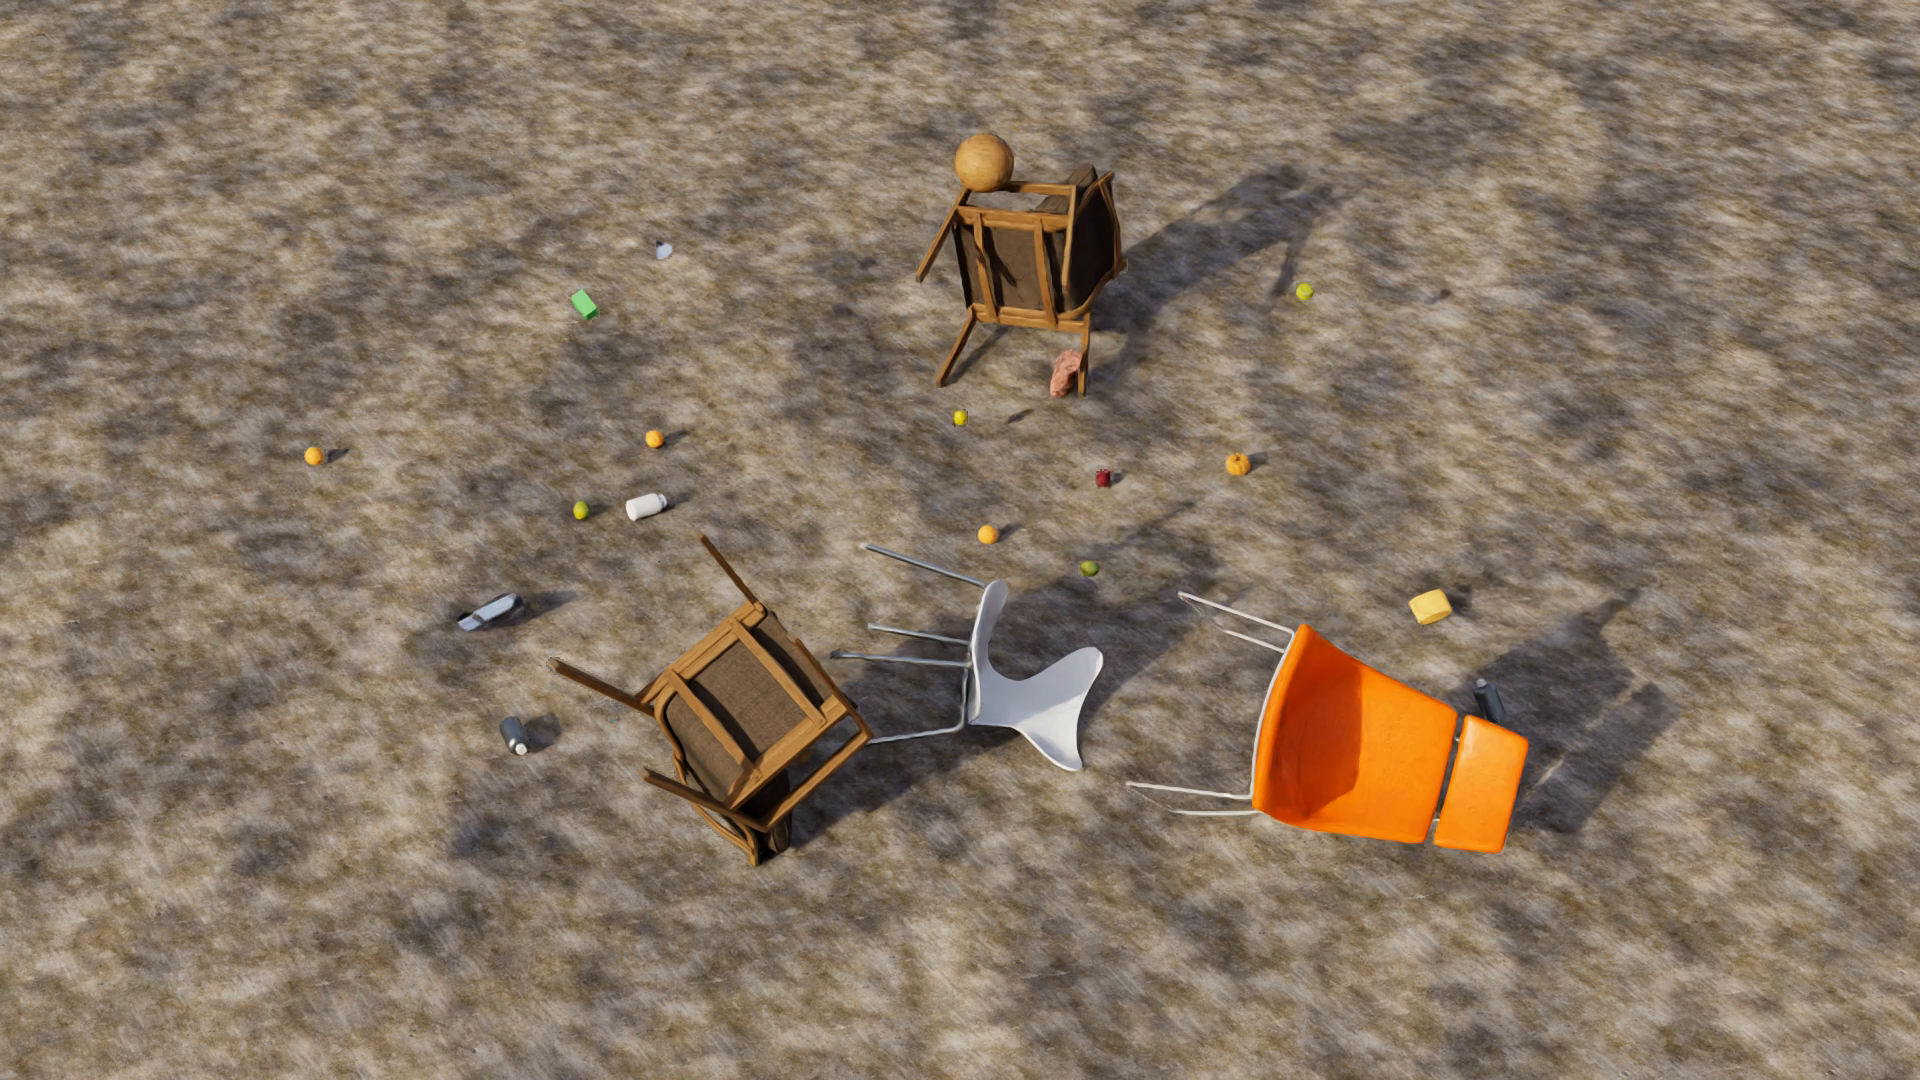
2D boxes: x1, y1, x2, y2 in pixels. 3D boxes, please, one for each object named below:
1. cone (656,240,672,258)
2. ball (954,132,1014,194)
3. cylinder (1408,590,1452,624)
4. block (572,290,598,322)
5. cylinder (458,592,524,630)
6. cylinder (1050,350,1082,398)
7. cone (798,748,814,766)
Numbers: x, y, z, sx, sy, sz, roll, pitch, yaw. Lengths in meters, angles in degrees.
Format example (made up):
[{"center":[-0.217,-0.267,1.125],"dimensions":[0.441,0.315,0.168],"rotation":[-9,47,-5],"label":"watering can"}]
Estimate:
[{"center":[-1.203,-1.183,11.769],"dimensions":[0.073,0.067,0.096],"rotation":[-29,36,6],"label":"cone"},{"center":[0.097,-1.512,11.760],"dimensions":[0.242,0.242,0.242],"rotation":[0,33,0],"label":"ball"},{"center":[1.684,0.240,10.488],"dimensions":[0.130,0.058,0.092],"rotation":[-21,59,-2],"label":"cylinder"},{"center":[-1.438,-0.900,11.239],"dimensions":[0.055,0.058,0.097],"rotation":[-36,77,-10],"label":"block"},{"center":[-1.672,0.256,10.455],"dimensions":[0.176,0.072,0.192],"rotation":[-29,14,-36],"label":"cylinder"},{"center":[0.423,-0.668,11.782],"dimensions":[0.088,0.163,0.138],"rotation":[33,59,12],"label":"cylinder"},{"center":[-0.525,0.721,9.830],"dimensions":[0.070,0.033,0.057],"rotation":[-48,18,-6],"label":"cone"}]
